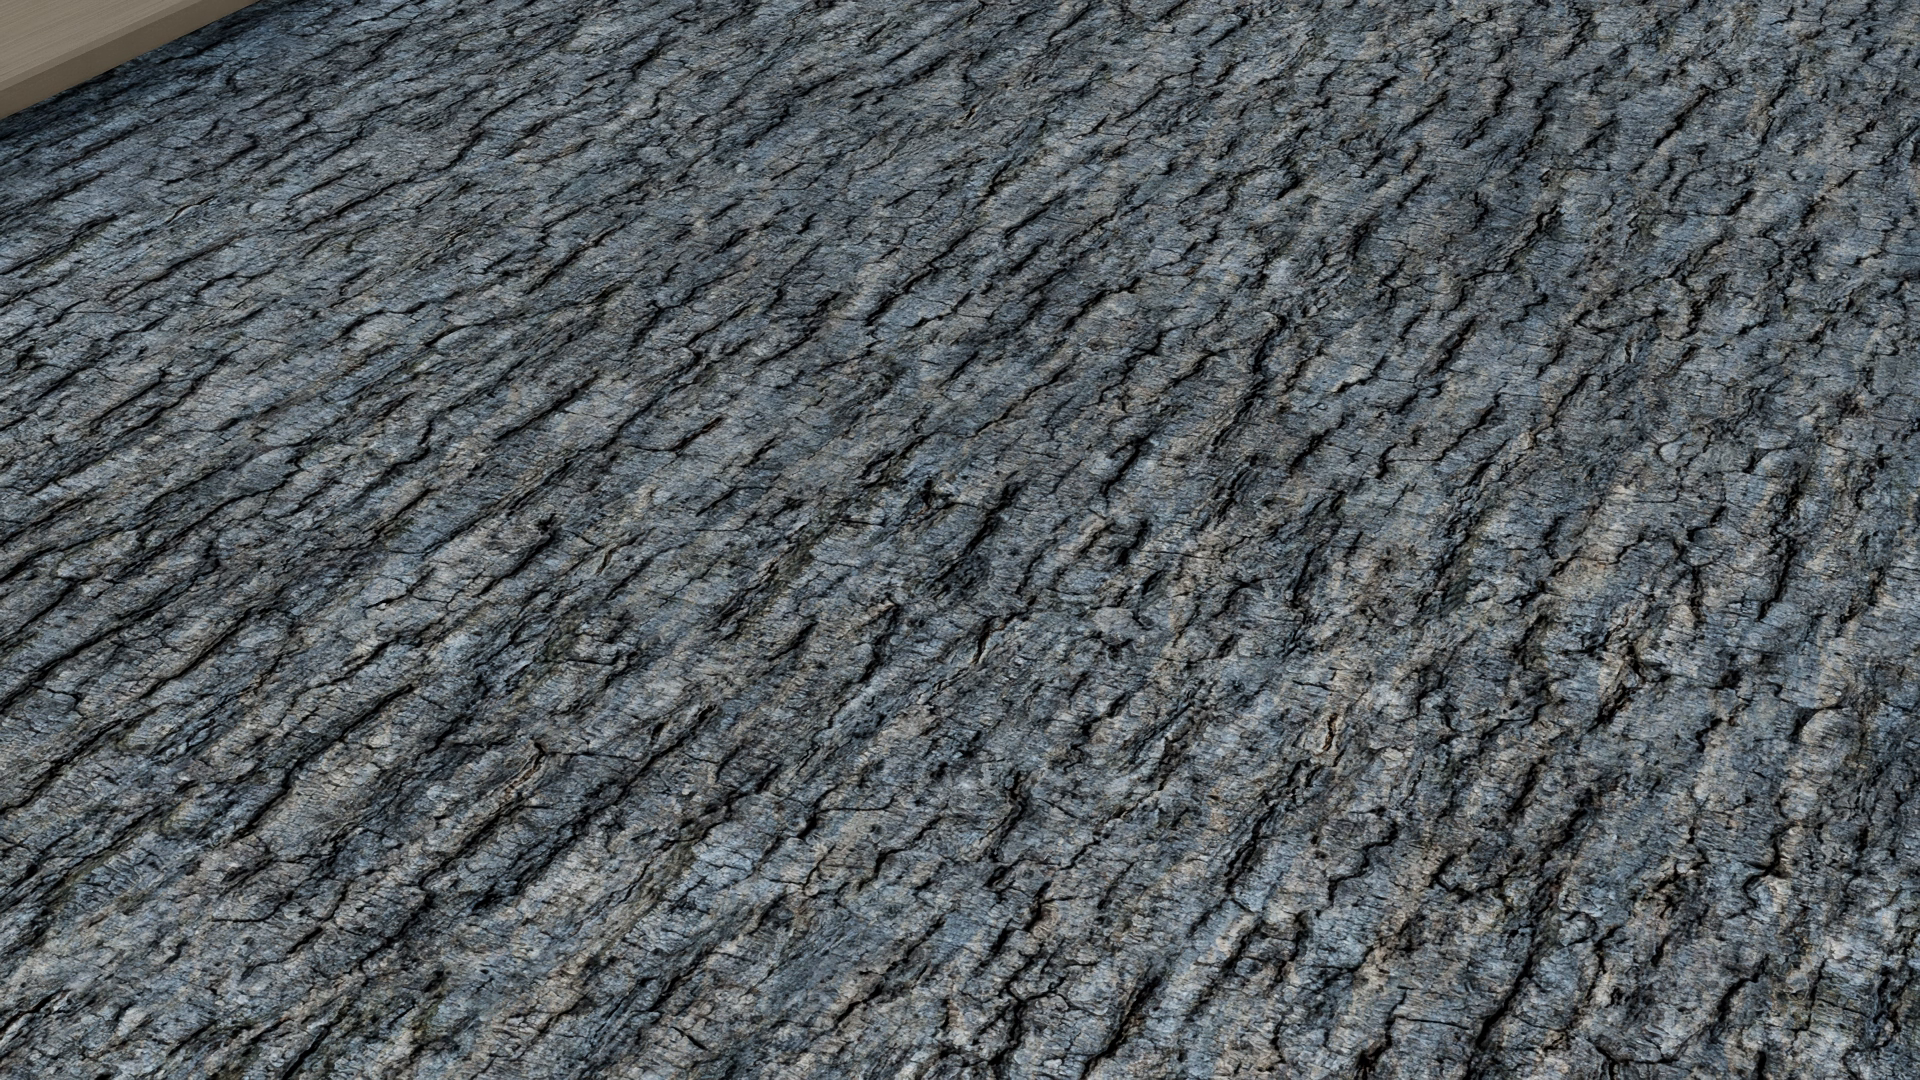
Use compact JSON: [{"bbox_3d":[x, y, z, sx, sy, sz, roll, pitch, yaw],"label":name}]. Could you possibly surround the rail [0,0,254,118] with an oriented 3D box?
[{"bbox_3d":[-0.472,-0.647,2.823,0.045,0.093,3.922,13,31,22],"label":"rail"}]
